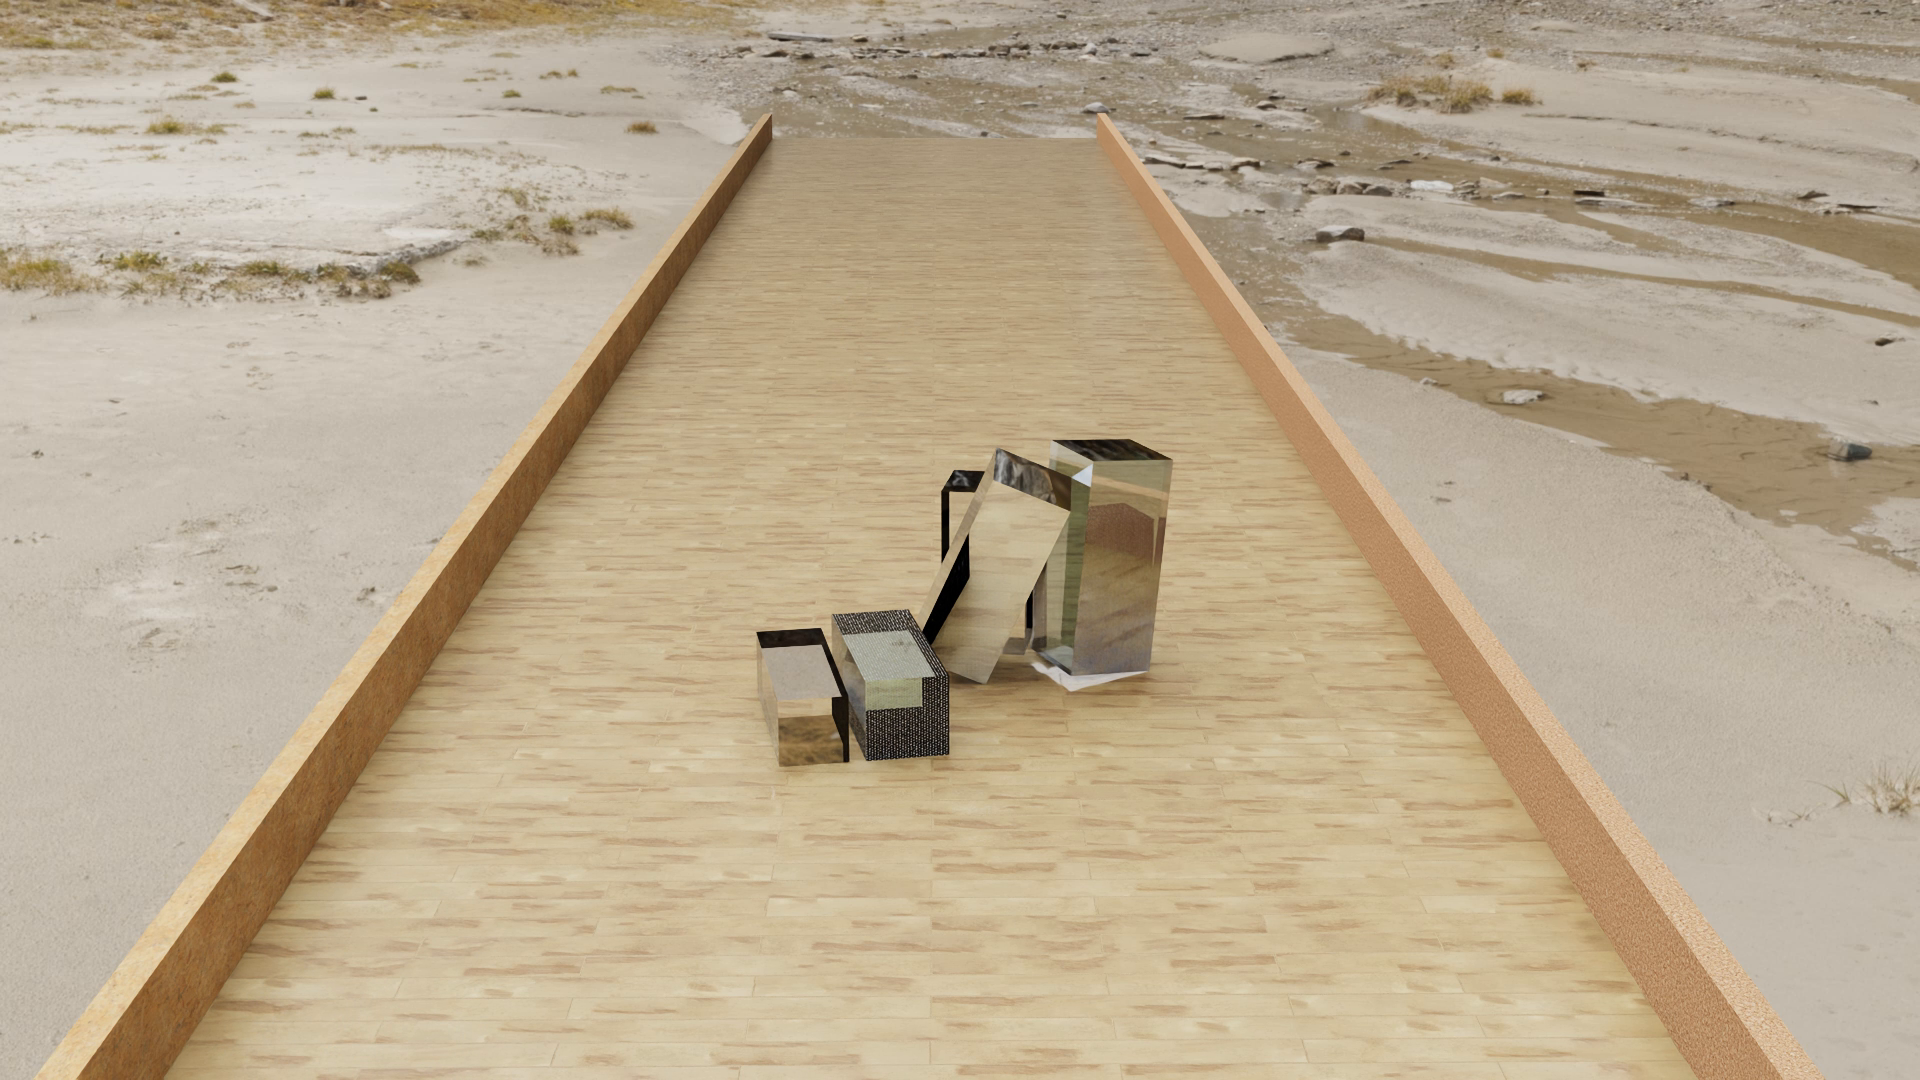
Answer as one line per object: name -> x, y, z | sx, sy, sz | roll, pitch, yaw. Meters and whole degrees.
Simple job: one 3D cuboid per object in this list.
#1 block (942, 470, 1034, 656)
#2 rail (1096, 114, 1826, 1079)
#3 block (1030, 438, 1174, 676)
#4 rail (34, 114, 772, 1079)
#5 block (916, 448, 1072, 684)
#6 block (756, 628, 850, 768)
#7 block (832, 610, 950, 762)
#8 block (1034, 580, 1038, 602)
block -> 0.059, 0.044, 4.488 | 0.170, 0.337, 0.170 | 2, 17, 8
rail -> 0.932, -0.844, 7.801 | 0.050, 0.150, 12.000 | 0, 17, -1
block -> 0.277, 0.031, 4.339 | 0.176, 0.430, 0.176 | -2, 17, -25
rail -> -1.118, -0.838, 7.780 | 0.050, 0.150, 12.000 | 0, 17, -1
block -> 0.060, 0.051, 4.255 | 0.158, 0.407, 0.158 | 22, 25, -7
block -> -0.293, 0.285, 4.051 | 0.125, 0.125, 0.378 | -3, 17, -10
block -> -0.133, 0.263, 4.077 | 0.151, 0.151, 0.381 | -4, 17, -12
block -> 0.236, 0.056, 4.505 | 0.127, 0.305, 0.127 | -7, 18, -22
